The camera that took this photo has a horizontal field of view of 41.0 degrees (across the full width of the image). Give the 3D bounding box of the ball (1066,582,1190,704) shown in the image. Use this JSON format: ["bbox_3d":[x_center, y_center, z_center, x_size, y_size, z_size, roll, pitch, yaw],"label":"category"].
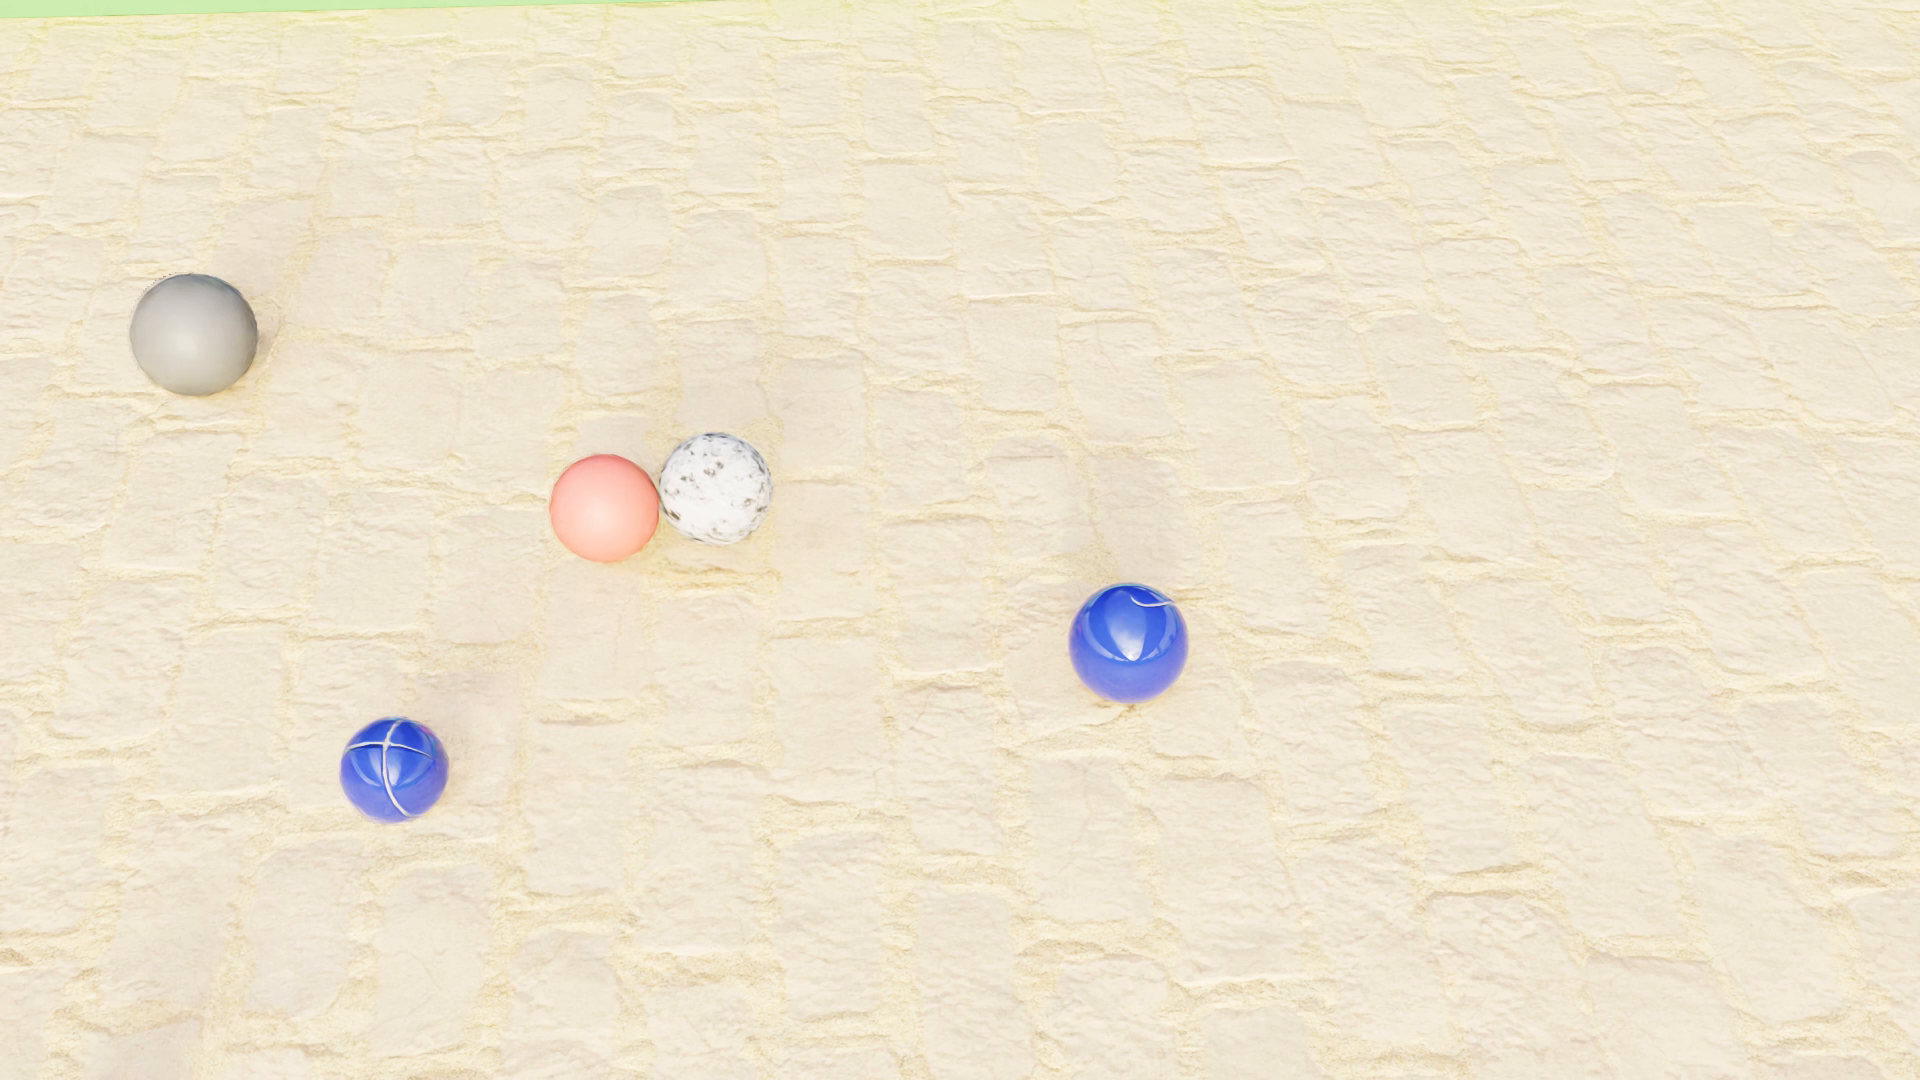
[{"bbox_3d":[0.100,0.061,1.518,0.073,0.073,0.073,0,36,0],"label":"ball"}]

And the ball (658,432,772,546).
[{"bbox_3d":[-0.157,-0.032,1.645,0.073,0.073,0.073,0,36,0],"label":"ball"}]

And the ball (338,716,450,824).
[{"bbox_3d":[-0.317,0.129,1.436,0.061,0.061,0.061,0,36,0],"label":"ball"}]

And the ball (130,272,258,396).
[{"bbox_3d":[-0.532,-0.142,1.784,0.086,0.086,0.086,0,36,0],"label":"ball"}]

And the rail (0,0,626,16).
[{"bbox_3d":[0.835,-0.561,2.330,3.552,0.112,0.045,-2,36,-3],"label":"rail"}]

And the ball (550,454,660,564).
[{"bbox_3d":[-0.226,-0.020,1.631,0.070,0.070,0.070,0,36,0],"label":"ball"}]
